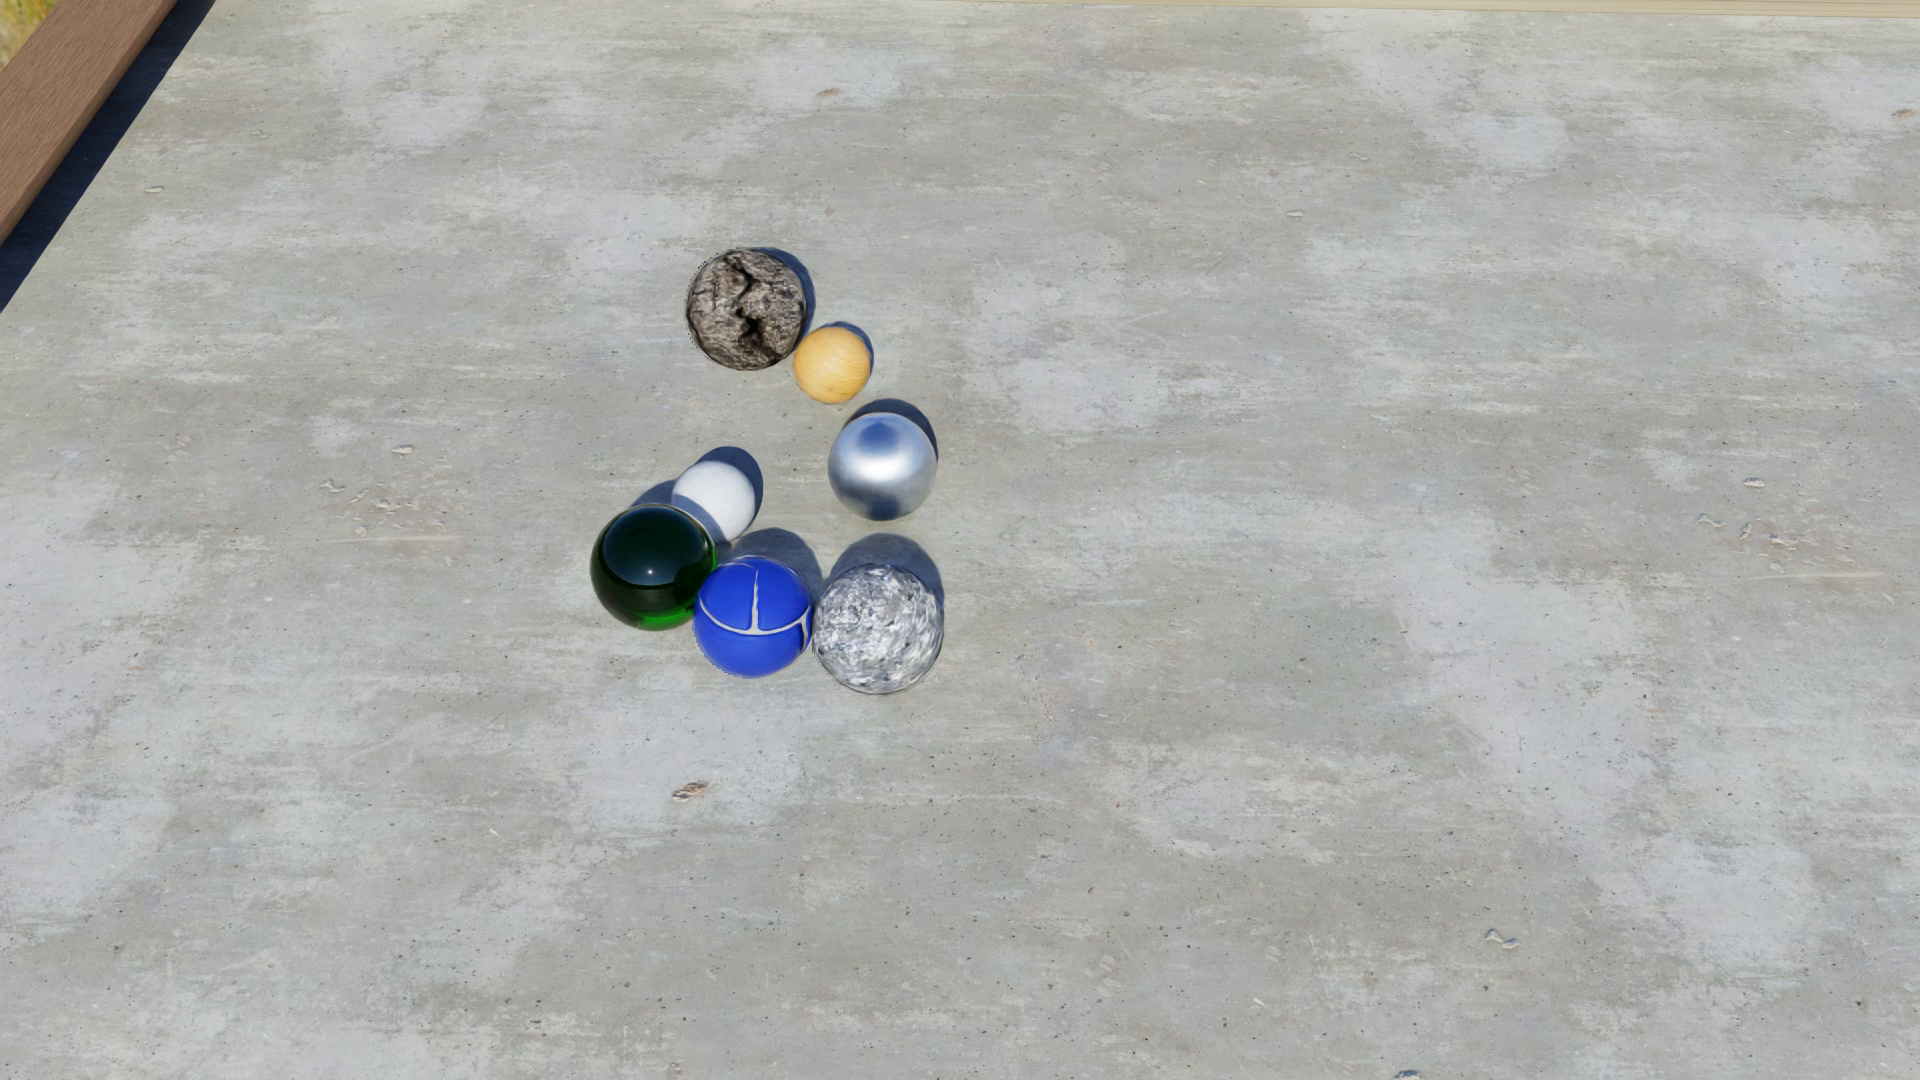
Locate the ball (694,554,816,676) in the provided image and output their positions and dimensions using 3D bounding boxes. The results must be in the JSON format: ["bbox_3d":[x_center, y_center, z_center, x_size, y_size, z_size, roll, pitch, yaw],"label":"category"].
[{"bbox_3d":[-0.135,0.050,1.684,0.080,0.080,0.080,0,35,0],"label":"ball"}]

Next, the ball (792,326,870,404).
[{"bbox_3d":[-0.098,-0.134,1.960,0.060,0.060,0.060,0,35,0],"label":"ball"}]

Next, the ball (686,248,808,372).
[{"bbox_3d":[-0.165,-0.179,1.993,0.095,0.095,0.095,0,35,0],"label":"ball"}]

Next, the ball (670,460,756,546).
[{"bbox_3d":[-0.174,-0.026,1.808,0.060,0.060,0.060,0,35,0],"label":"ball"}]

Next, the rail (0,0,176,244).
[{"bbox_3d":[-0.811,-0.039,1.770,0.045,0.123,1.997,1,35,2],"label":"rail"}]

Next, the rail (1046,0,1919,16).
[{"bbox_3d":[0.878,-0.560,2.505,3.342,0.123,0.045,1,35,2],"label":"rail"}]

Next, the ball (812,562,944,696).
[{"bbox_3d":[-0.053,0.058,1.667,0.086,0.086,0.086,0,35,0],"label":"ball"}]

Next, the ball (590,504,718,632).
[{"bbox_3d":[-0.205,0.018,1.722,0.086,0.086,0.086,0,35,0],"label":"ball"}]

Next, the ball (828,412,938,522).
[{"bbox_3d":[-0.056,-0.052,1.829,0.078,0.078,0.078,0,35,0],"label":"ball"}]
